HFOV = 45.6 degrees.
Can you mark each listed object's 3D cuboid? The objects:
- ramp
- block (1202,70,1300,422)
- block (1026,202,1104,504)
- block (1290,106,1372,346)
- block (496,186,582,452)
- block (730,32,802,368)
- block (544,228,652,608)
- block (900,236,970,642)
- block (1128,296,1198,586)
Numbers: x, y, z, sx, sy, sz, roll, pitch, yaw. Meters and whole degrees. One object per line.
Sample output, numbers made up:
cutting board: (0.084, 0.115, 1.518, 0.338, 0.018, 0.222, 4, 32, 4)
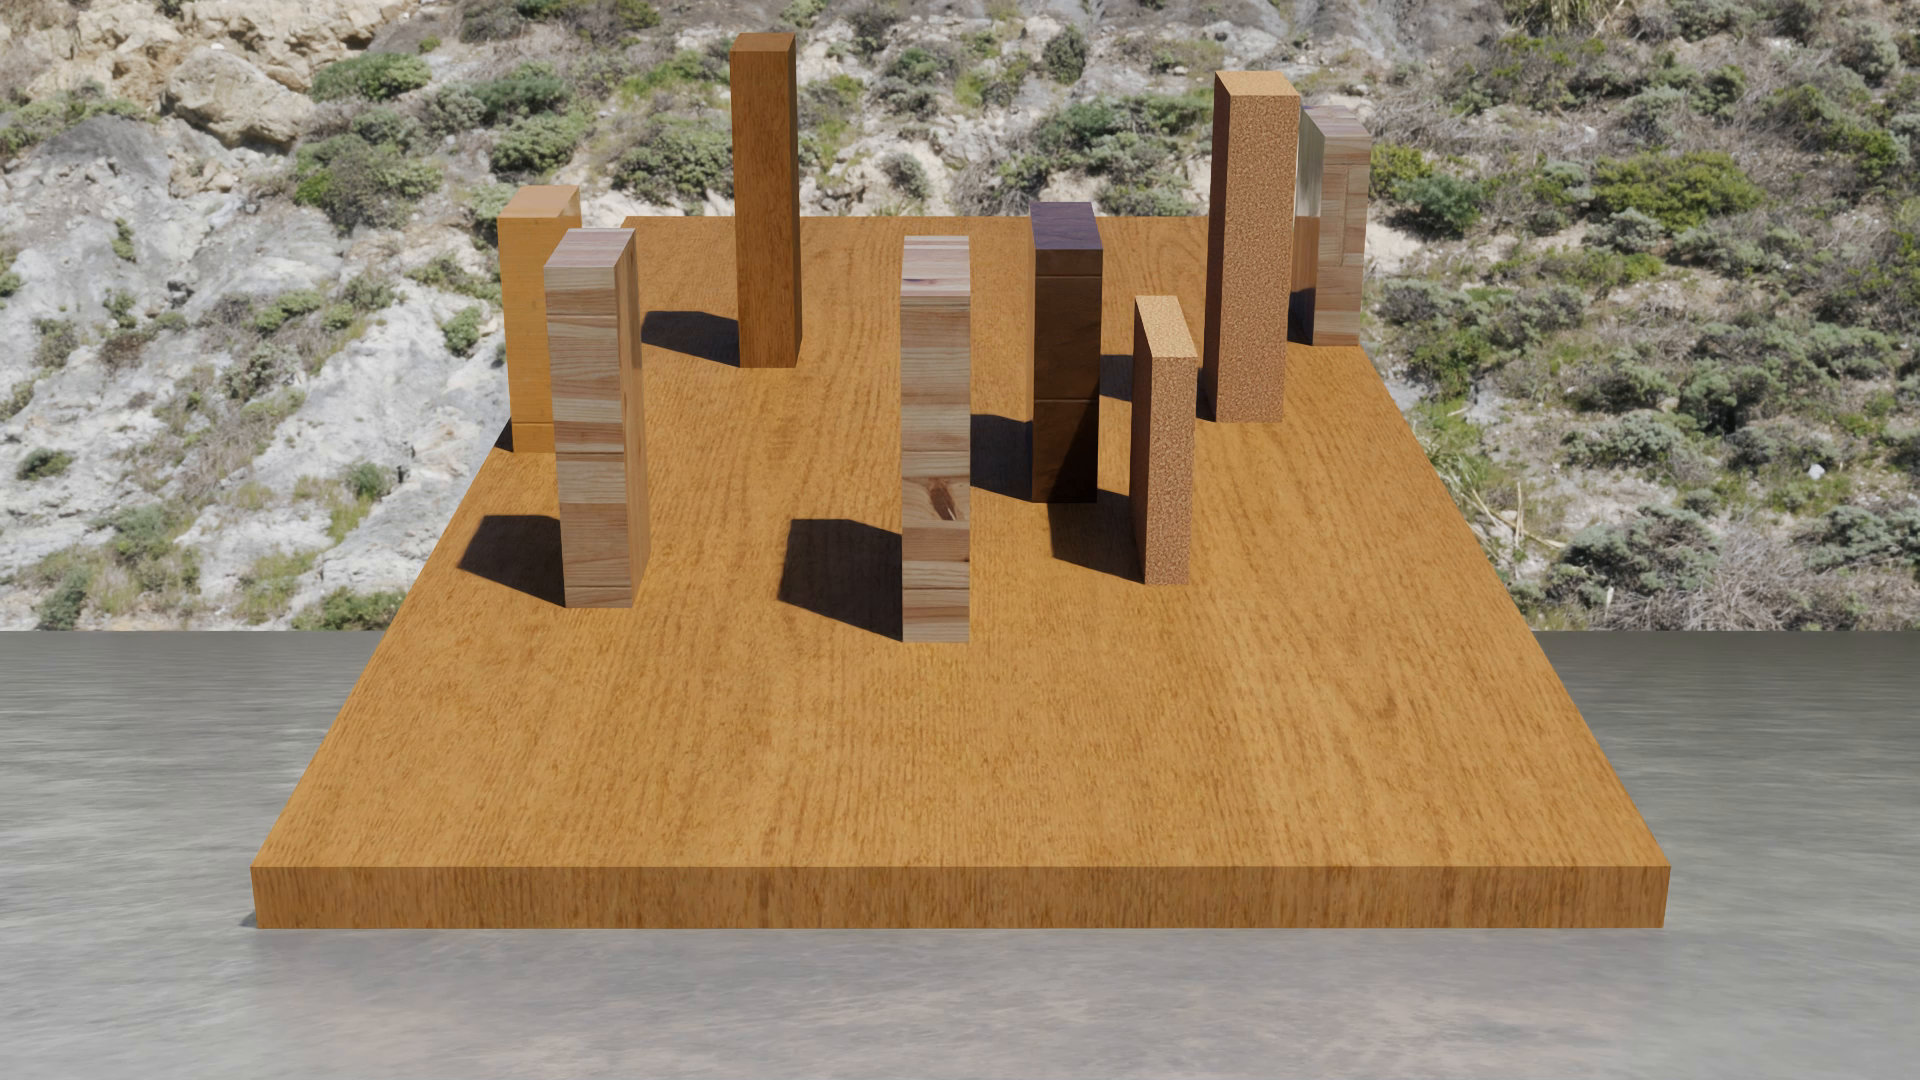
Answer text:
ramp: (-0.006, -0.216, 5.097, 2.000, 0.100, 4.000, 0, 21, 0)
block: (0.643, -0.654, 5.089, 0.147, 0.726, 0.305, 0, 21, 0)
block: (0.210, -0.392, 4.693, 0.131, 0.522, 0.413, 0, 21, 0)
block: (0.927, -0.794, 5.737, 0.113, 0.520, 0.406, 0, 21, 0)
block: (-0.892, -0.480, 4.929, 0.124, 0.511, 0.306, 0, 21, 0)
block: (-0.459, -0.811, 5.455, 0.133, 0.750, 0.275, 0, 21, 0)
block: (-0.645, -0.220, 4.102, 0.119, 0.625, 0.282, 0, 21, 0)
block: (-0.041, -0.185, 4.025, 0.115, 0.616, 0.415, 0, 21, 0)
block: (0.379, -0.195, 4.304, 0.080, 0.435, 0.415, 0, 21, 0)
